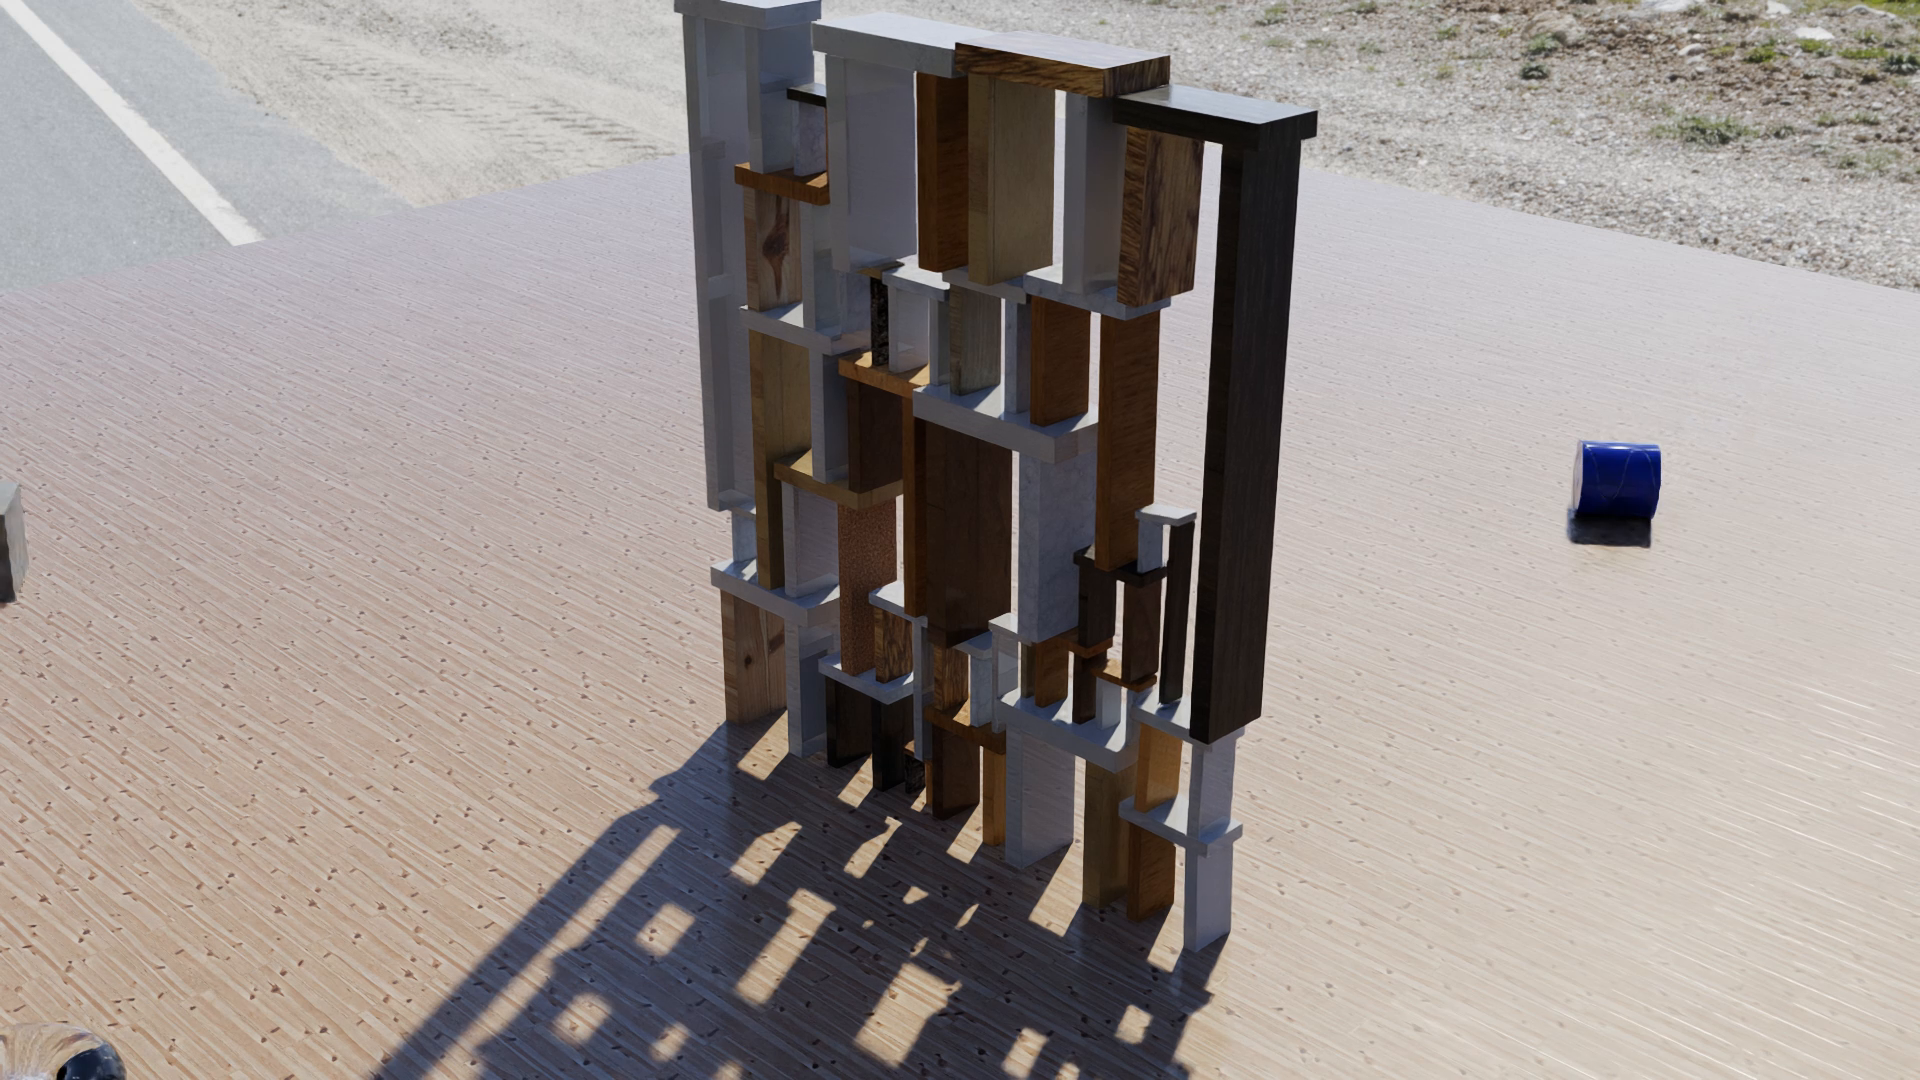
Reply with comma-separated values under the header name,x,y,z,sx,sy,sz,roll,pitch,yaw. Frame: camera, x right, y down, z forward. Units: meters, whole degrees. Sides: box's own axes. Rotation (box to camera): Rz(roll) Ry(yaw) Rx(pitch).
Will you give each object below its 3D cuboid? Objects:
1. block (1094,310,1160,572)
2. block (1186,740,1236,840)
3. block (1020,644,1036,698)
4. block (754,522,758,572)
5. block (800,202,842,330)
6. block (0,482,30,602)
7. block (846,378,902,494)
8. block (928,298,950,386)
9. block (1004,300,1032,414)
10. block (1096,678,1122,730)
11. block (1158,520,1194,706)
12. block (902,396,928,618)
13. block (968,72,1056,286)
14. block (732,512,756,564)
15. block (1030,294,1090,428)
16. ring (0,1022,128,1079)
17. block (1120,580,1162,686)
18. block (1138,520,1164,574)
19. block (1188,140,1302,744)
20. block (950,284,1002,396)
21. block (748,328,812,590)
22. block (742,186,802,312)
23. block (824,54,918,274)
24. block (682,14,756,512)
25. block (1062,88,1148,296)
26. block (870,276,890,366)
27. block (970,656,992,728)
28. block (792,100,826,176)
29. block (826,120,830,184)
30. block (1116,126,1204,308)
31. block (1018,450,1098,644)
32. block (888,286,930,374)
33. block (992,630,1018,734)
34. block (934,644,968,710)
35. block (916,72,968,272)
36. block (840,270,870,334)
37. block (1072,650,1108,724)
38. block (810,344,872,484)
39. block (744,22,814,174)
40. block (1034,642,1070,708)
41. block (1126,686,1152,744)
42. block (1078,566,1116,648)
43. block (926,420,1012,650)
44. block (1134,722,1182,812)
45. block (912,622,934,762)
name,x,y,z,sx,sy,sz,roll,pitch,yaw
block,0.291,-0.179,3.829,0.033,0.466,0.118,21,31,40
block,0.447,0.431,3.904,0.026,0.186,0.093,23,33,39
block,0.140,0.239,4.170,0.056,0.113,0.016,-21,31,-41
block,-0.408,0.008,4.675,0.058,0.116,0.016,-21,31,-41
block,-0.248,-0.542,4.258,0.036,0.251,0.126,22,31,40
block,-2.454,0.008,5.436,0.229,0.229,0.229,-3,23,-13
block,-0.165,-0.218,4.316,0.033,0.234,0.117,22,31,40
block,-0.019,-0.377,4.089,0.083,0.166,0.023,-21,30,-41
block,0.127,-0.339,3.947,0.104,0.209,0.030,-21,31,-40
block,0.274,0.292,4.050,0.015,0.108,0.054,20,30,41
block,0.379,0.128,3.855,0.050,0.338,0.014,-18,29,-41
block,-0.056,-0.075,4.256,0.117,0.451,0.033,-21,31,-40
block,0.091,-0.643,3.850,0.048,0.367,0.168,21,31,41
block,-0.462,-0.013,4.725,0.016,0.116,0.058,22,31,40
block,0.178,-0.328,3.886,0.118,0.236,0.033,-21,31,-40
ring,-1.508,0.893,3.513,0.336,0.112,0.336,2,23,-1
block,0.325,0.157,3.940,0.022,0.196,0.079,21,31,40
block,0.335,0.005,3.866,0.050,0.099,0.014,-20,30,-39
block,0.468,-0.150,3.640,0.042,1.036,0.148,22,31,40
block,0.029,-0.378,4.037,0.104,0.209,0.030,-21,31,-40
block,-0.361,-0.177,4.540,0.039,0.563,0.137,21,31,41
block,-0.367,-0.589,4.367,0.036,0.251,0.126,21,31,40
block,-0.163,-0.712,4.091,0.050,0.398,0.175,21,31,40
block,-0.474,-0.558,4.496,0.039,1.033,0.139,21,31,41
block,0.249,-0.595,3.697,0.048,0.336,0.168,21,31,41
block,-0.140,-0.423,4.190,0.064,0.174,0.018,-21,31,-40
block,0.054,0.283,4.284,0.075,0.149,0.021,-21,31,-41
block,-0.286,-0.774,4.208,0.020,0.144,0.072,22,32,40
block,-0.218,-0.747,4.145,0.072,0.144,0.020,-22,32,-40
block,0.333,-0.545,3.631,0.148,0.297,0.042,-21,33,-40
block,0.187,-0.008,4.022,0.180,0.359,0.051,-21,31,-40
block,-0.097,-0.407,4.161,0.083,0.167,0.023,-21,30,-40
block,0.087,0.266,4.238,0.016,0.216,0.056,21,31,41
block,-0.017,0.256,4.349,0.075,0.149,0.021,-21,31,-41
block,0.004,-0.669,3.931,0.050,0.351,0.175,21,31,41
block,-0.201,-0.468,4.238,0.018,0.129,0.064,21,31,41
block,0.240,0.265,4.071,0.020,0.141,0.071,21,31,40
block,-0.232,-0.260,4.364,0.137,0.274,0.039,-21,31,-41
block,-0.344,-0.855,4.227,0.039,0.277,0.139,21,31,41
block,0.173,0.239,4.132,0.071,0.141,0.020,-21,31,-41
block,0.326,0.312,4.003,0.054,0.108,0.015,-21,31,-41
block,0.251,0.111,4.001,0.022,0.157,0.079,21,31,40
block,0.019,-0.031,4.197,0.180,0.454,0.051,-21,31,-40
block,0.362,0.393,3.985,0.026,0.186,0.093,24,33,39
block,-0.055,0.293,4.414,0.084,0.303,0.024,-21,31,-40
